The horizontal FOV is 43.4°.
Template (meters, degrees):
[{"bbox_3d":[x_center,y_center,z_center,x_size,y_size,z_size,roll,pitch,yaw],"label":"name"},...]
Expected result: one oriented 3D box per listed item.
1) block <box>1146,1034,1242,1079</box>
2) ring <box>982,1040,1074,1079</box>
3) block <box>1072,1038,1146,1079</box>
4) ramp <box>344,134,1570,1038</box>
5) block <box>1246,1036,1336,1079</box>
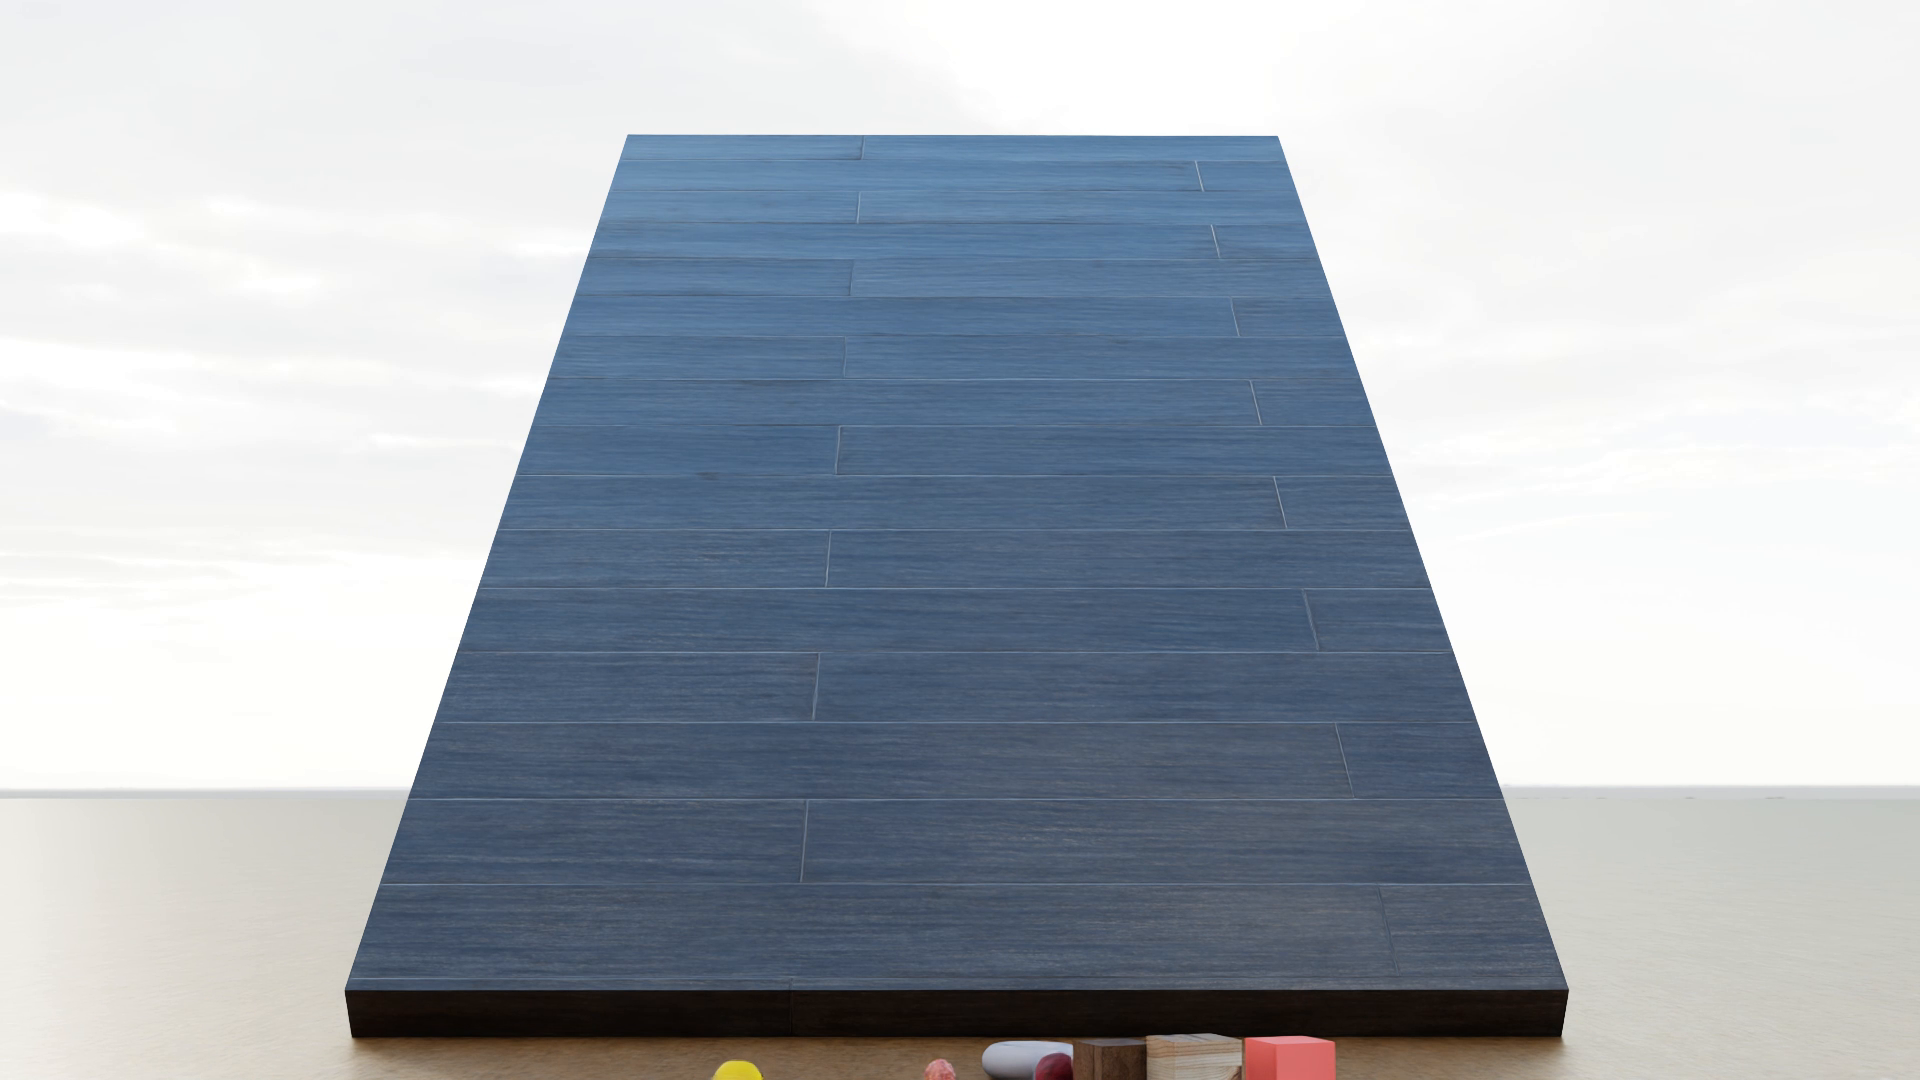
[{"bbox_3d":[0.297,0.679,3.064,0.091,0.091,0.091,2,-6,-18],"label":"block"},{"bbox_3d":[0.104,0.737,3.409,0.146,0.049,0.146,1,-7,0],"label":"ring"},{"bbox_3d":[0.200,0.690,3.118,0.080,0.080,0.080,3,-7,-24],"label":"block"},{"bbox_3d":[-0.013,-0.212,5.698,2.000,0.100,4.000,0,30,0],"label":"ramp"},{"bbox_3d":[0.425,0.687,3.105,0.085,0.085,0.085,2,-6,-20],"label":"block"}]
